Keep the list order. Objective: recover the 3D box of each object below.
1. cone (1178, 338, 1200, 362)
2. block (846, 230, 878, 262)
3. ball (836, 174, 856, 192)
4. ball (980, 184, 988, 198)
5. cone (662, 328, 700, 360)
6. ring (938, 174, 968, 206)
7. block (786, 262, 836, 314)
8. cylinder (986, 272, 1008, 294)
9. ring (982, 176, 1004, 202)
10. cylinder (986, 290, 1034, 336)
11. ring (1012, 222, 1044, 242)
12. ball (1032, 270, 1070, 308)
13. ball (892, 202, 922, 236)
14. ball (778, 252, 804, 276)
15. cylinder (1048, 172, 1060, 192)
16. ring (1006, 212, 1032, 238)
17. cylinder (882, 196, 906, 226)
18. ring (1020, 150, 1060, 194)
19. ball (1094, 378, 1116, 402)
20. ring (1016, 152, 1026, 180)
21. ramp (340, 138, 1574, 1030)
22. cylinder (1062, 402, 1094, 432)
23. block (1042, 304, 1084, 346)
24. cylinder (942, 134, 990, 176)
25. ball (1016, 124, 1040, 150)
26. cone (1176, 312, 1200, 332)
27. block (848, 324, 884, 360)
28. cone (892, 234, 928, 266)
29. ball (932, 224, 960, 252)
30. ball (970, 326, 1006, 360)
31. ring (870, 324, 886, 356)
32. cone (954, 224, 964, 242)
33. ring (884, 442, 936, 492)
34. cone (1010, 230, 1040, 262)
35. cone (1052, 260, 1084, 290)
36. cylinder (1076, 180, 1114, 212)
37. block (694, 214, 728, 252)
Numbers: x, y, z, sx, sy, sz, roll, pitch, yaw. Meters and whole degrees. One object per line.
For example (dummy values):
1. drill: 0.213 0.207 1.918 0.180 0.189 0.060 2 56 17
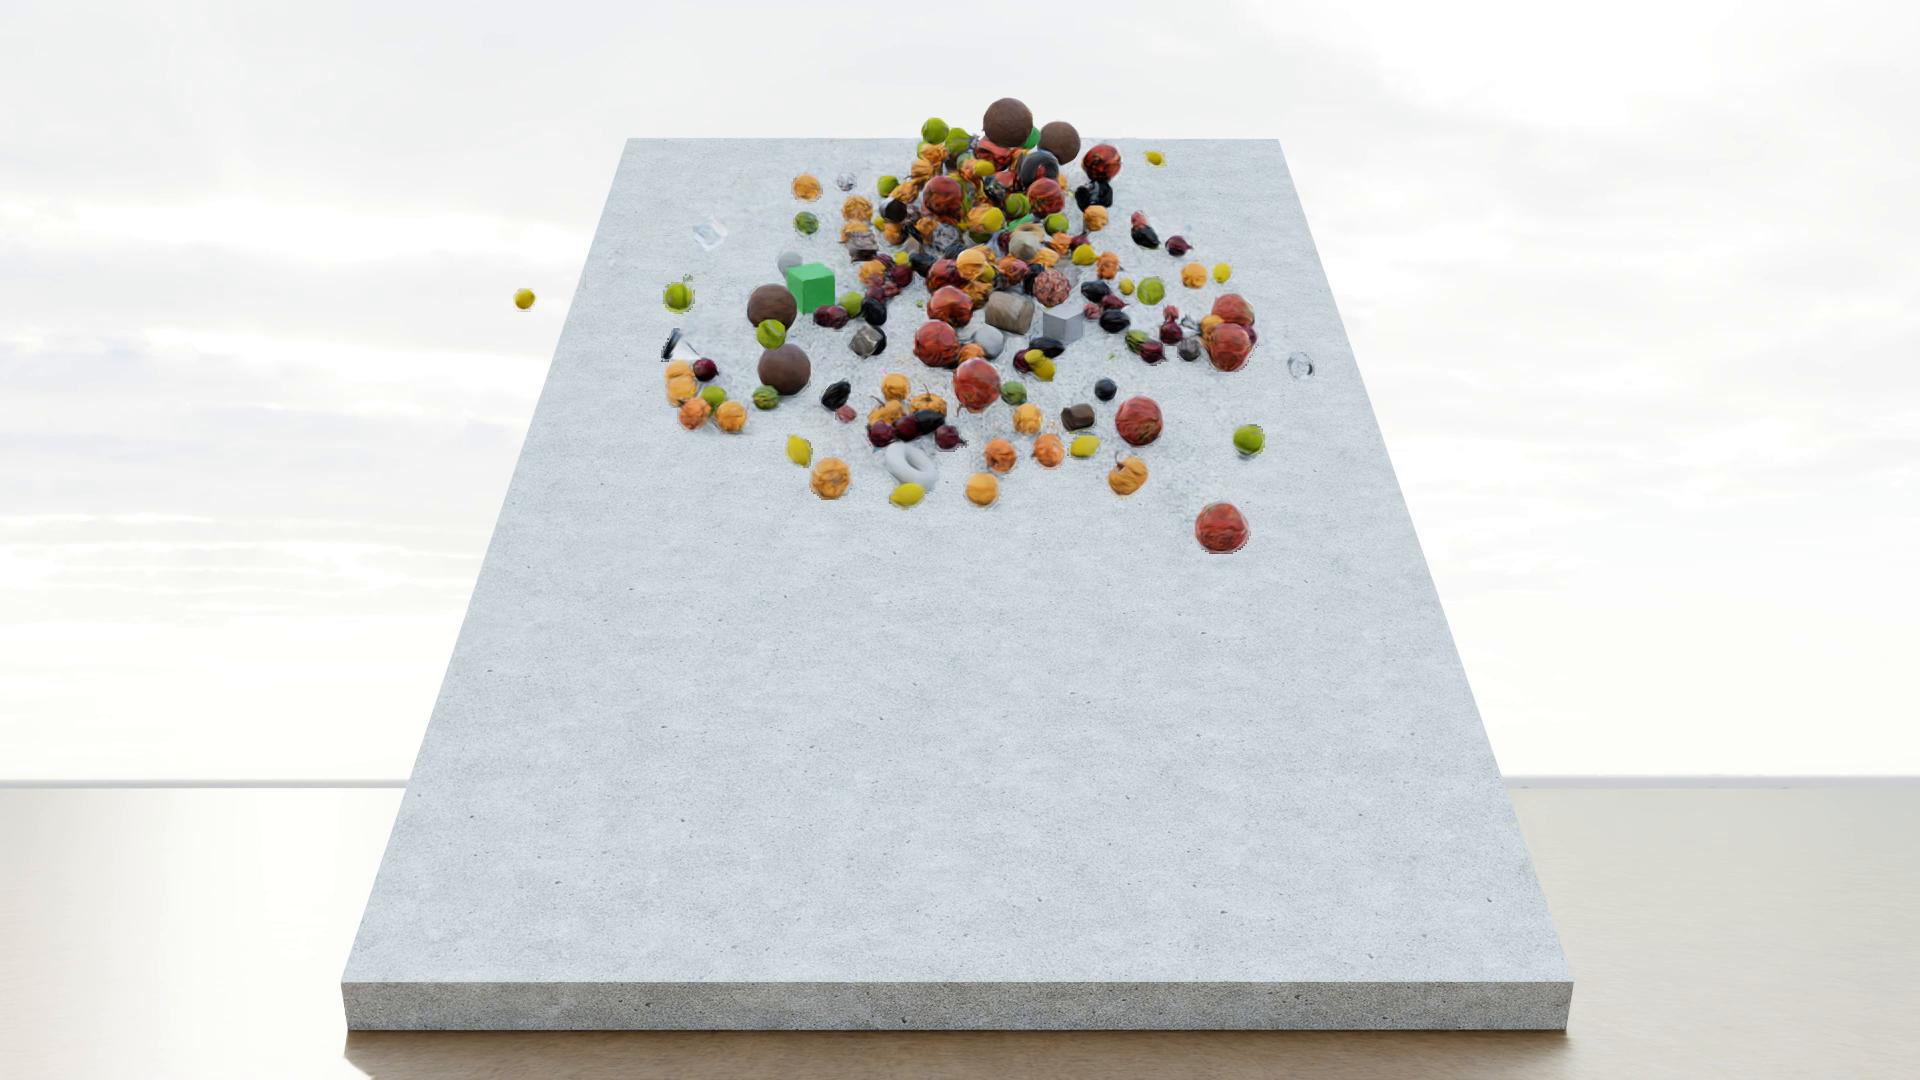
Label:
1. cone: 0.562 -0.469 5.939 0.057 0.057 0.057 -2 6 17
2. block: -0.254 -0.764 6.258 0.058 0.058 0.058 -7 -24 -24
3. ball: -0.315 -0.987 6.642 0.052 0.052 0.052 0 -6 0
4. ball: 0.083 -0.973 6.647 0.055 0.055 0.055 0 -6 0
5. cone: -0.681 -0.468 5.962 0.086 0.086 0.086 26 -7 -1
6. ring: -0.021 -0.999 6.860 0.091 0.091 0.030 2 16 -20
7. block: -0.388 -0.655 6.250 0.094 0.094 0.094 -15 33 -25
8. cylinder: 0.096 -0.671 6.288 0.055 0.055 0.055 0 -3 -2
9. ring: 0.090 -0.946 6.476 0.026 0.077 0.077 -27 -22 38
10. cylinder: 0.126 -0.577 6.108 0.094 0.094 0.094 17 1 21
11. ring: 0.183 -0.821 6.470 0.089 0.089 0.030 -1 -44 11
12. ball: 0.233 -0.640 6.116 0.095 0.095 0.095 0 -6 0
13. ball: -0.151 -0.893 6.681 0.090 0.090 0.090 0 -6 0
14. ball: -0.453 -0.736 6.419 0.070 0.070 0.070 0 -6 0
15. cylinder: 0.247 -1.070 7.006 0.082 0.082 0.082 1 32 -5
16. ring: 0.160 -0.866 6.616 0.029 0.087 0.087 44 -20 -14
17. cylinder: -0.183 -0.902 6.583 0.063 0.063 0.063 0 27 -5
18. ring: 0.222 -1.029 6.723 0.126 0.126 0.042 4 18 -37
19. ball: 0.347 -0.360 5.766 0.056 0.056 0.056 0 -6 0
20. ring: 0.174 -1.050 6.764 0.027 0.081 0.081 1 -6 1
21. ramp: -0.012 -0.216 5.665 2.000 0.100 4.000 0 29 0
22. cylinder: 0.276 -0.288 5.633 0.057 0.057 0.057 -16 2 -27
23. block: 0.261 -0.544 6.076 0.074 0.074 0.074 23 36 35
24. cylinder: 0.019 -1.116 6.981 0.100 0.100 0.100 4 -11 -37
25. ball: 0.193 -1.149 6.855 0.070 0.070 0.070 0 -6 0
26. cone: 0.588 -0.544 6.128 0.057 0.057 0.057 31 -8 -2
27. block: -0.234 -0.491 5.945 0.054 0.054 0.054 -55 -4 35
28. cone: -0.148 -0.766 6.504 0.091 0.091 0.091 -34 -3 -6
29. ball: -0.040 -0.827 6.578 0.076 0.076 0.076 0 -6 0
30. ball: 0.068 -0.488 5.961 0.087 0.087 0.087 0 -6 0
31. ring: -0.219 -0.498 5.984 0.080 0.080 0.027 -3 20 27
32. cone: -0.005 -0.836 6.650 0.051 0.051 0.051 43 6 15
33. ring: -0.110 -0.163 5.369 0.134 0.134 0.045 6 -46 -47
34. cone: 0.173 -0.778 6.344 0.082 0.082 0.082 0 4 -3
35. cone: 0.293 -0.682 6.175 0.084 0.084 0.084 -4 7 37
36. cylinder: 0.383 -0.978 6.847 0.078 0.078 0.078 -16 2 -28
37. block: -0.673 -0.827 6.483 0.061 0.061 0.061 -29 -60 21
